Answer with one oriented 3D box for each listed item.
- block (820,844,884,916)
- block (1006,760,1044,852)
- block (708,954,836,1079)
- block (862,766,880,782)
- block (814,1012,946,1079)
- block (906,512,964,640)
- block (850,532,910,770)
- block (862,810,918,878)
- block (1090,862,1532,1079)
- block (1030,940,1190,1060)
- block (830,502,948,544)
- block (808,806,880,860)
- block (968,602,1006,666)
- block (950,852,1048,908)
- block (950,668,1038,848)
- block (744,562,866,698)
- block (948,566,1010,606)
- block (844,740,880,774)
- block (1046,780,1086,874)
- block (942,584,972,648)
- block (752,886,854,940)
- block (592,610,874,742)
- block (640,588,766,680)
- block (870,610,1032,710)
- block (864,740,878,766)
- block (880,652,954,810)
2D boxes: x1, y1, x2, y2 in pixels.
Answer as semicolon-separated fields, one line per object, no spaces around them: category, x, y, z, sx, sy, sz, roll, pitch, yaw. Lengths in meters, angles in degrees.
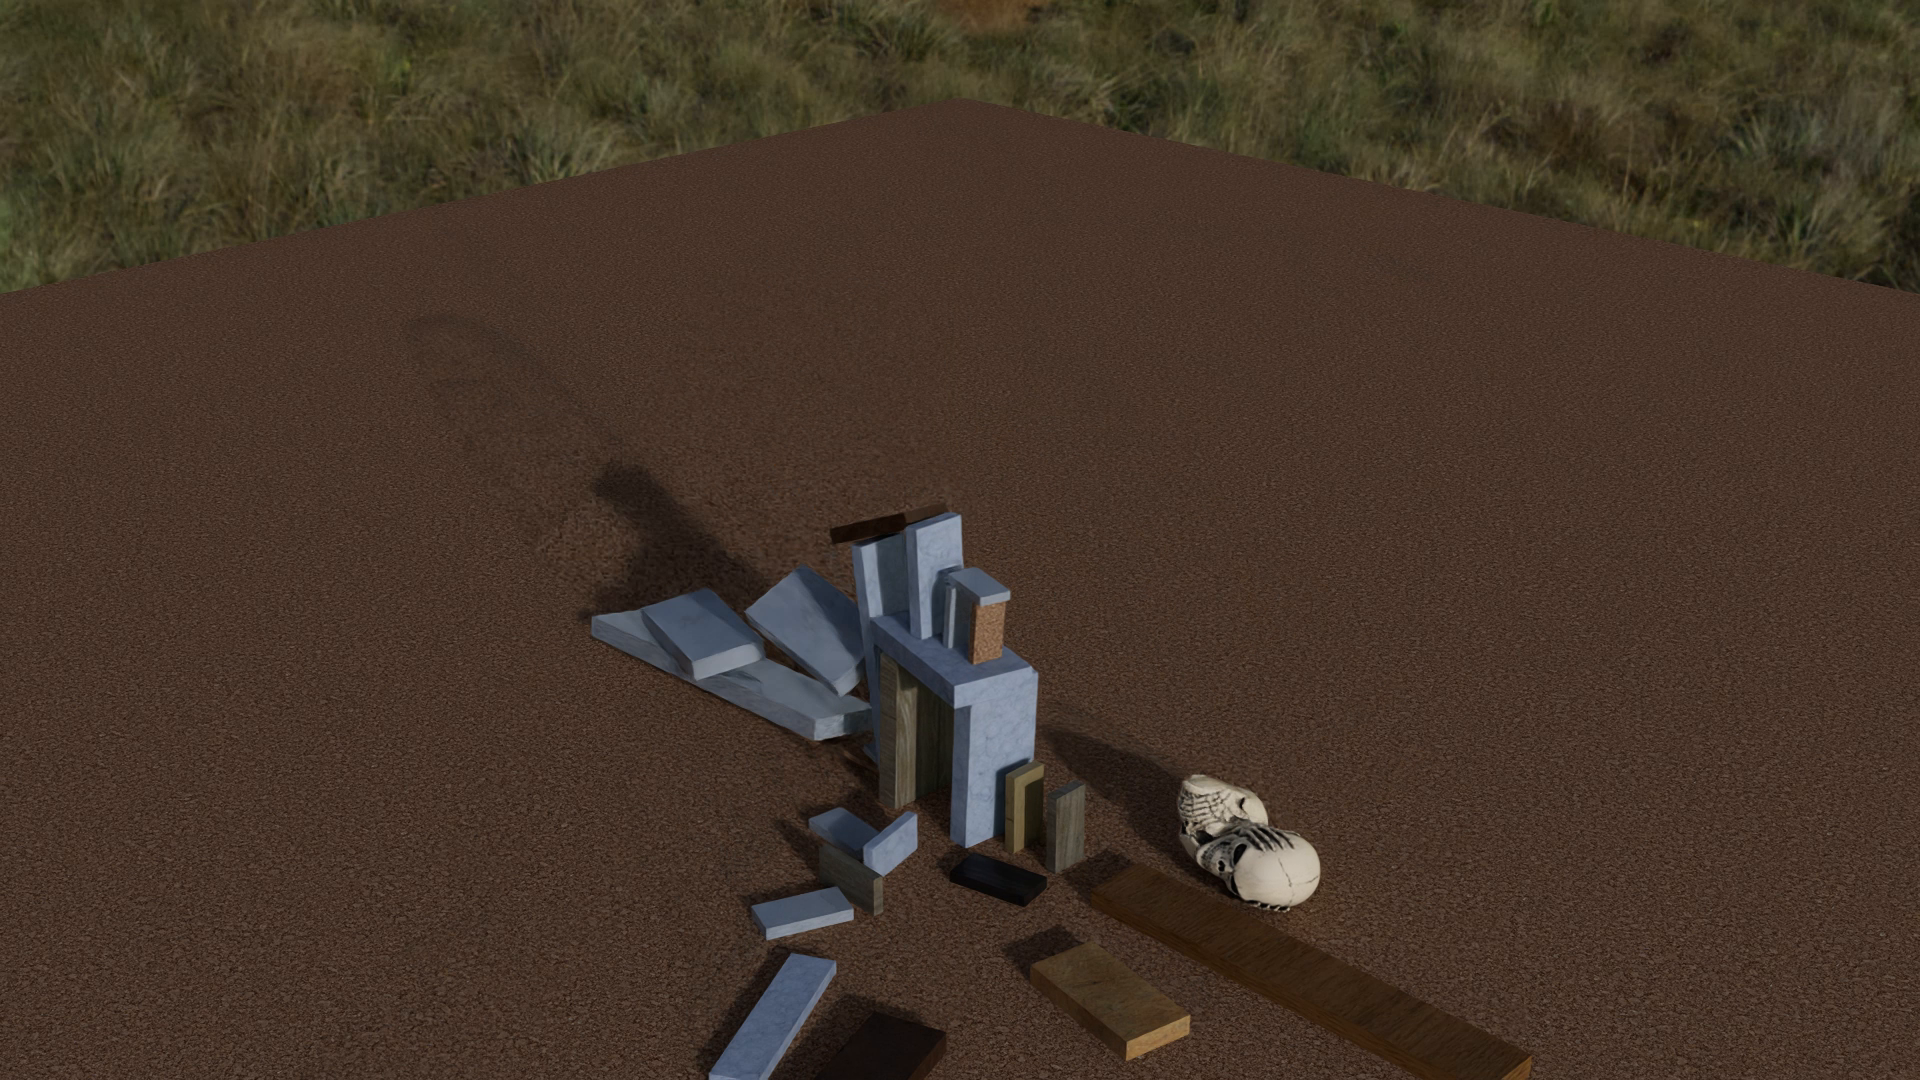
block;-0.206;0.641;4.149;0.022;0.079;0.158;-20;30;-39
block;0.126;0.523;4.315;0.024;0.166;0.083;21;31;41
block;-0.318;0.827;3.781;0.086;0.024;0.370;7;24;16
block;-0.146;0.490;4.587;0.111;0.016;0.055;20;30;39
block;-0.145;0.884;3.628;0.138;0.039;0.275;11;25;24
block;-0.047;0.069;4.301;0.114;0.229;0.032;-19;26;-38
block;-0.140;0.232;4.479;0.114;0.492;0.032;-20;21;-40
block;-0.134;0.596;4.256;0.022;0.079;0.158;13;26;28
block;0.598;0.772;3.892;0.138;0.039;0.860;-21;31;-40
block;0.259;0.799;3.828;0.138;0.039;0.275;-15;27;-31
block;-0.143;-0.033;4.389;0.114;0.032;0.229;-14;2;-44
block;-0.221;0.581;4.362;0.079;0.022;0.158;-17;29;-35
block;0.051;0.170;4.188;0.065;0.130;0.018;-14;33;-30
block;0.073;0.649;4.202;0.167;0.024;0.083;14;27;30
block;0.066;0.424;4.322;0.171;0.341;0.048;-18;32;-36
block;-0.291;0.187;4.624;0.167;0.047;0.335;-40;45;-16
block;0.036;0.088;4.190;0.065;0.018;0.130;-12;26;-26
block;-0.182;0.458;4.604;0.111;0.016;0.055;24;33;30
block;0.204;0.554;4.243;0.024;0.166;0.083;21;31;40
block;0.001;0.142;4.255;0.065;0.130;0.018;-16;33;-33
block;-0.293;0.694;4.094;0.171;0.024;0.086;-10;25;-22
block;-0.522;0.290;4.923;0.167;0.047;0.859;-8;18;-41
block;-0.580;0.209;4.948;0.167;0.047;0.335;-18;26;-22
block;-0.020;0.222;4.299;0.171;0.048;0.341;-12;26;-27
block;-0.145;0.458;4.570;0.055;0.016;0.111;-21;53;-40
block;-0.083;0.364;4.465;0.171;0.341;0.048;-21;33;-40
